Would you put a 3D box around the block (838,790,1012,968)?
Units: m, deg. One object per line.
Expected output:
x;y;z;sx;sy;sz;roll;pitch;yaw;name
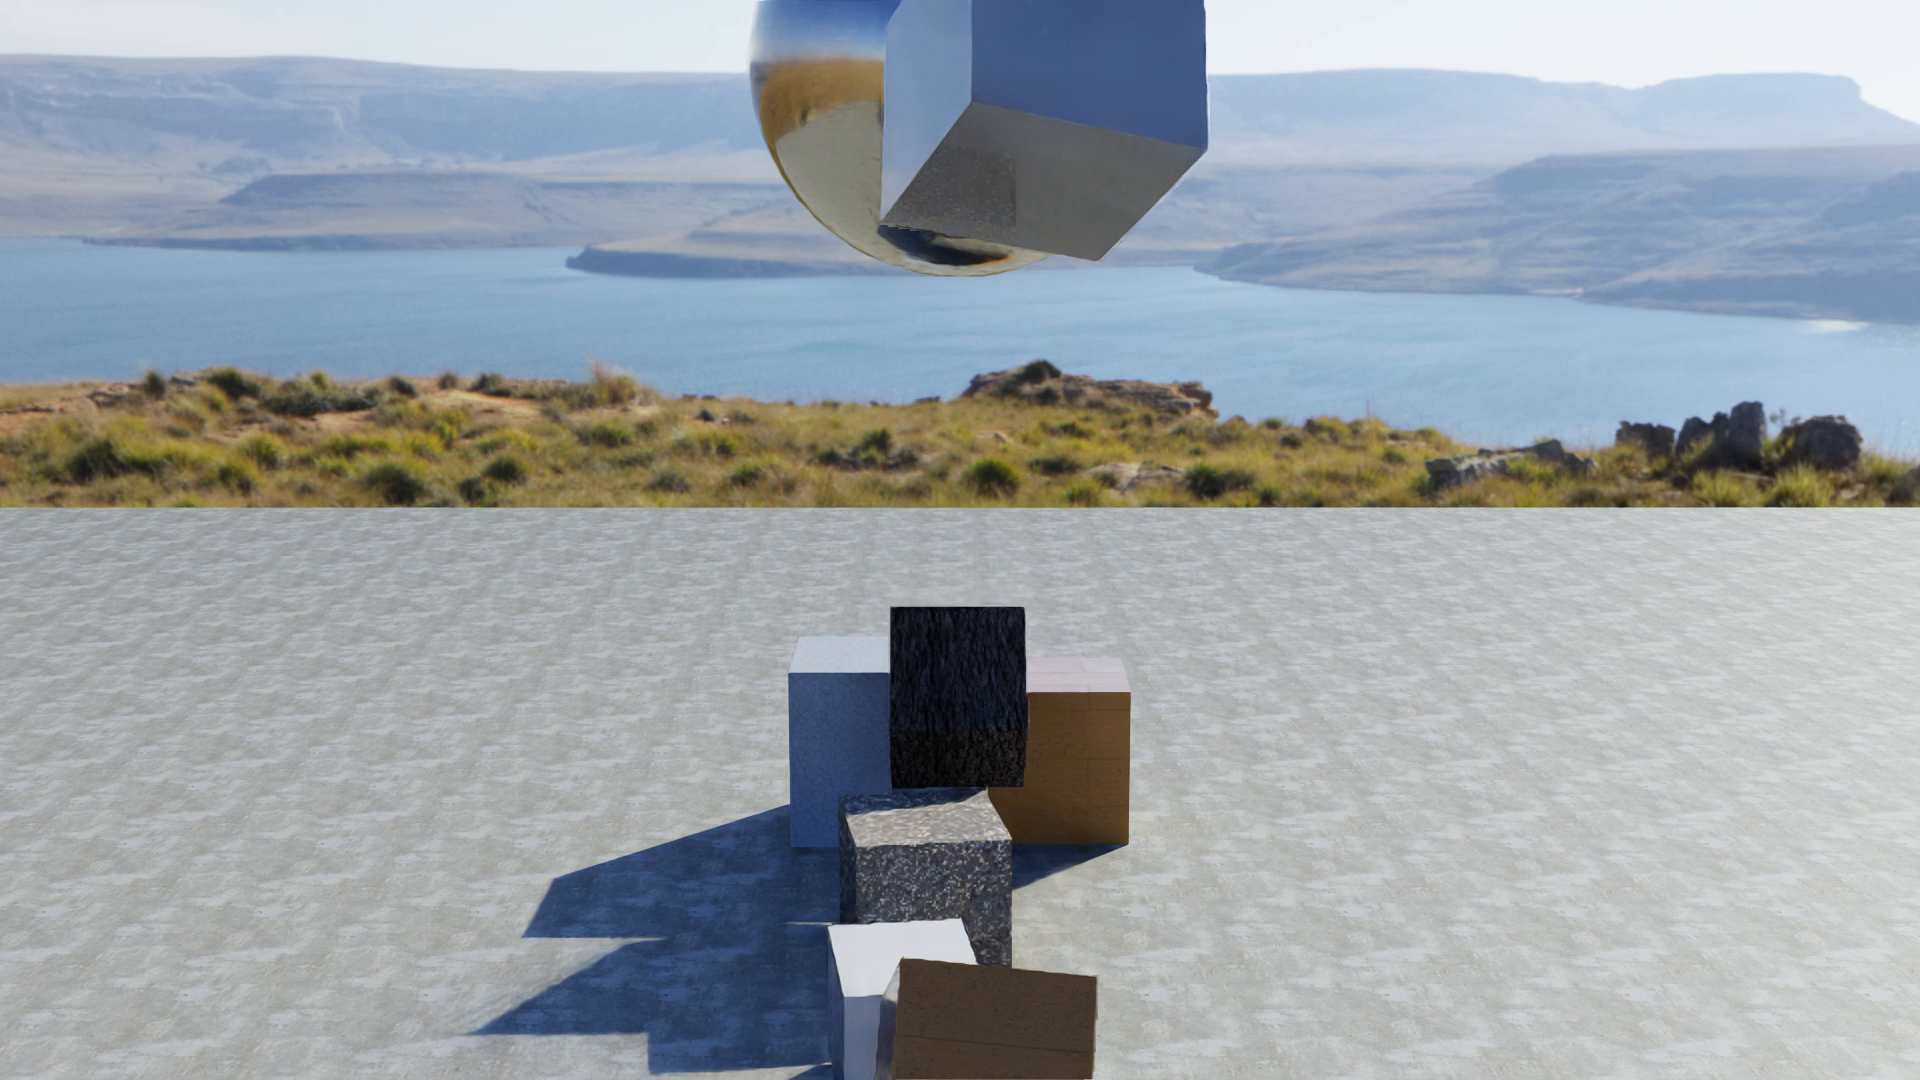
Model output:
-0.162;1.502;9.571;0.658;0.619;0.732;-2;10;-9;block

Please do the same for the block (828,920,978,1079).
-0.206;1.789;8.169;0.512;0.523;0.628;-2;14;-8;block

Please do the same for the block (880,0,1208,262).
0.247;-1.420;6.862;0.753;0.713;0.808;8;-20;-19;block

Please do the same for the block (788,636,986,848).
-0.360;1.029;11.383;0.984;0.902;0.810;0;10;0;block

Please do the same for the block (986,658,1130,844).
0.497;1.083;11.390;0.710;0.794;0.723;0;10;0;block

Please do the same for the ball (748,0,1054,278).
0.000;-1.798;8.314;1.600;1.600;1.600;0;10;0;ball

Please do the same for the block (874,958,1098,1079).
0.059;1.714;6.897;0.607;0.619;0.634;7;-24;-5;block

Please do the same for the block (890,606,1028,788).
-0.011;0.749;10.448;0.631;0.653;0.602;0;-32;0;block
